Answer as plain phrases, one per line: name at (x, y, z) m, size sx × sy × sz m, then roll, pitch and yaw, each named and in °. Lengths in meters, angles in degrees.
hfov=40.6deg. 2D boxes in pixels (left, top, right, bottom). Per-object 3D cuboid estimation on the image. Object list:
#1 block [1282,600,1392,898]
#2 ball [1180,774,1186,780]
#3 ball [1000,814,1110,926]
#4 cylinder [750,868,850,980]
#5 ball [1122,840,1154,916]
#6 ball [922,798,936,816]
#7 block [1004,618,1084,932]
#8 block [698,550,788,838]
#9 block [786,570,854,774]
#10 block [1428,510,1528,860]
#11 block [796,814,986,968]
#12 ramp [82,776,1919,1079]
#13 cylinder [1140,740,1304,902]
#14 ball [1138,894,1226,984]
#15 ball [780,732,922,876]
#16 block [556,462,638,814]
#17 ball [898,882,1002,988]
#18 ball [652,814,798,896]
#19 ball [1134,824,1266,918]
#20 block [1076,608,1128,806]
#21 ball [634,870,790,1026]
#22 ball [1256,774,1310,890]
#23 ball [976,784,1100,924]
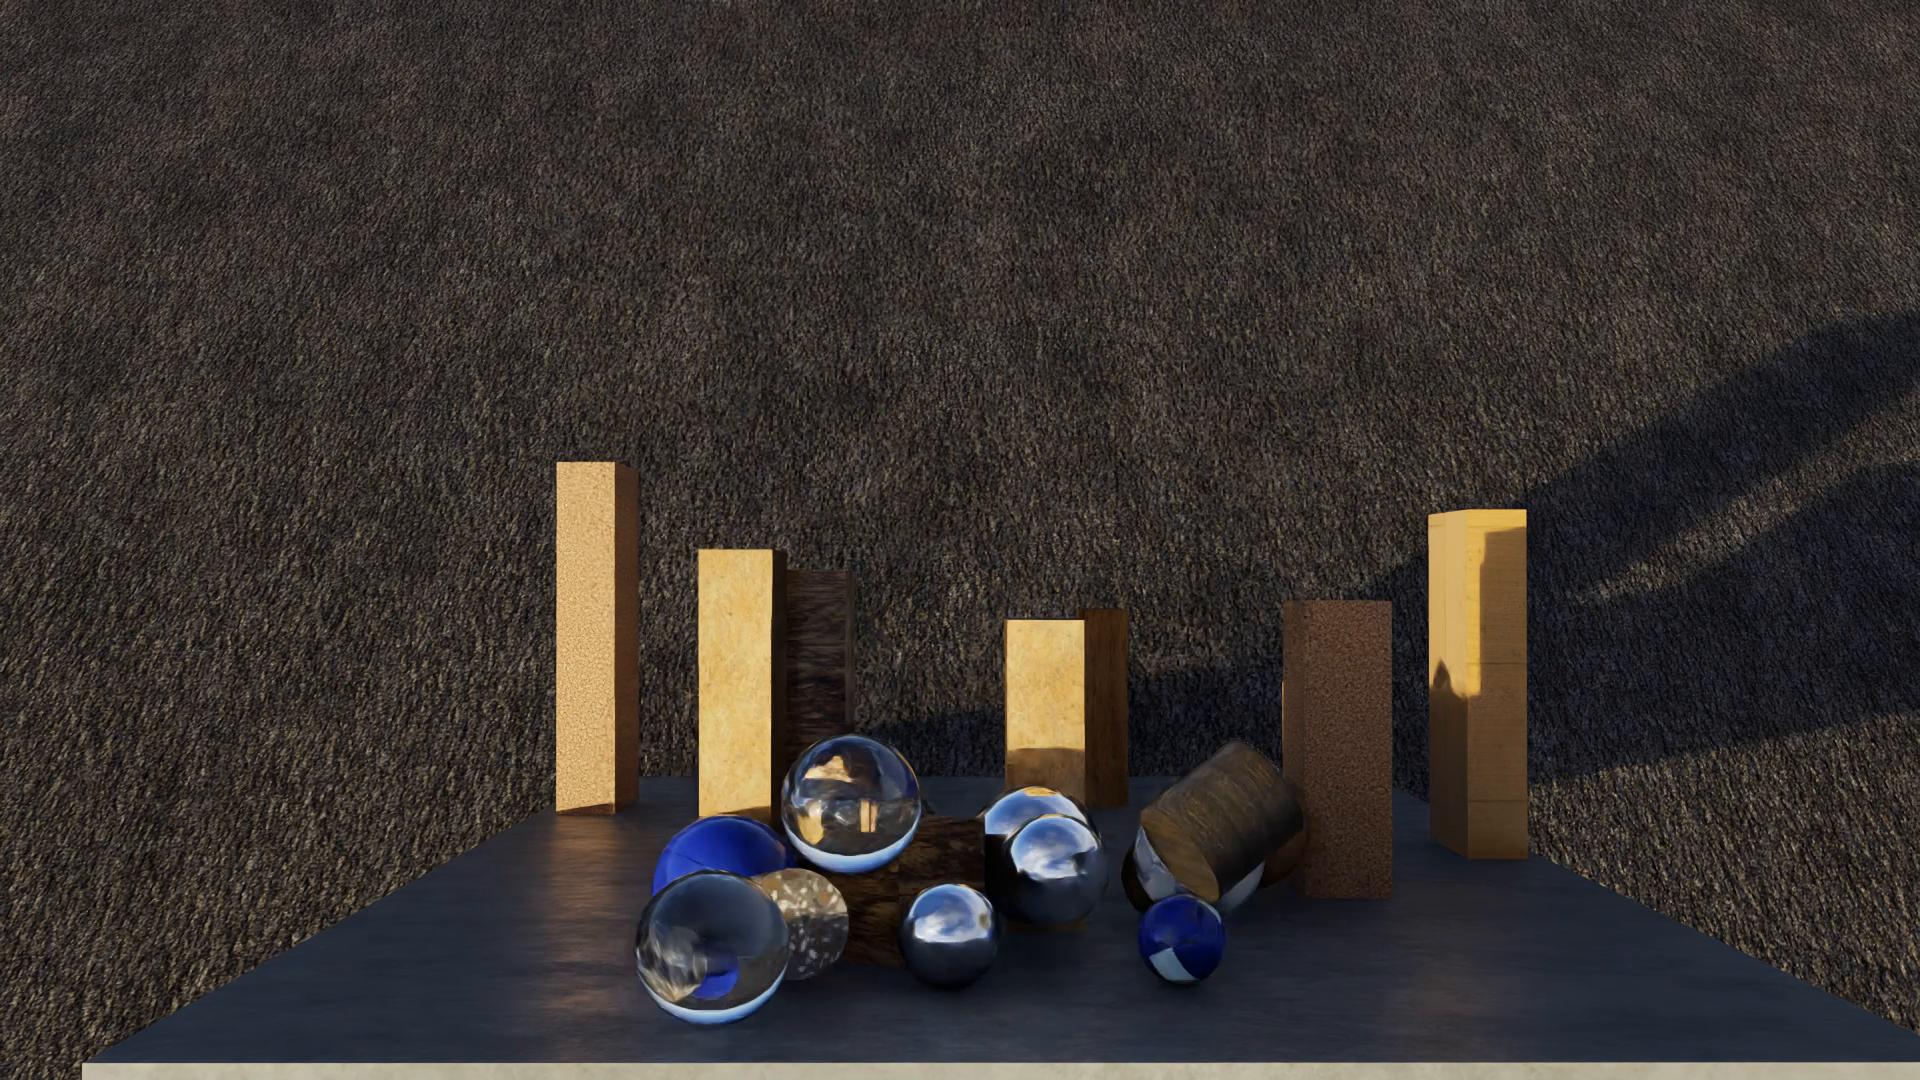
block at (0.623, 0.339, 4.301) m, size 0.141 × 0.476 × 0.280 m, roll 0°, pitch -1°, yaw 0°
ball at (0.464, 0.502, 4.797) m, size 0.164 × 0.164 × 0.164 m, roll 0°, pitch 33°, yaw 0°
ball at (0.125, 0.436, 3.435) m, size 0.147 × 0.147 × 0.147 m, roll 0°, pitch 33°, yaw 0°
cylinder at (-0.222, 0.482, 3.247) m, size 0.137 × 0.137 × 0.137 m, roll -12°, pitch -5°, yaw -19°
ball at (0.312, 0.496, 3.840) m, size 0.146 × 0.146 × 0.146 m, roll 0°, pitch 33°, yaw 0°
ball at (-0.122, 0.484, 4.191) m, size 0.184 × 0.184 × 0.184 m, roll 0°, pitch 33°, yaw 0°
block at (0.125, 0.345, 3.911) m, size 0.111 × 0.452 × 0.314 m, roll 0°, pitch -1°, yaw 0°
block at (-0.417, 0.305, 5.025) m, size 0.136 × 0.567 × 0.441 m, roll 0°, pitch -1°, yaw 0°
block at (-0.290, 0.329, 5.435) m, size 0.121 × 0.531 × 0.419 m, roll 0°, pitch -1°, yaw 0°
block at (0.983, 0.267, 4.939) m, size 0.109 × 0.639 × 0.386 m, roll 0°, pitch -1°, yaw 0°
block at (-0.094, 0.474, 3.542) m, size 0.182 × 0.182 × 0.182 m, roll -1°, pitch -1°, yaw 39°
ramp at (0.072, 0.634, 4.737) m, size 2.000 × 0.100 × 4.000 m, roll 0°, pitch -1°, yaw 0°
cylinder at (0.327, 0.351, 3.238) m, size 0.144 × 0.144 × 0.144 m, roll -36°, pitch 45°, yaw -19°
ball at (0.281, 0.504, 3.277) m, size 0.113 × 0.113 × 0.113 m, roll 0°, pitch 33°, yaw 0°
ball at (-0.136, 0.329, 3.228) m, size 0.177 × 0.177 × 0.177 m, roll 0°, pitch 33°, yaw 0°
block at (-0.816, 0.218, 5.863) m, size 0.126 × 0.768 × 0.423 m, roll 0°, pitch -1°, yaw 0°
ball at (-0.013, 0.495, 3.250) m, size 0.131 × 0.131 × 0.131 m, roll 0°, pitch 33°, yaw 0°
ball at (-0.309, 0.464, 3.441) m, size 0.199 × 0.199 × 0.199 m, roll 0°, pitch 33°, yaw 0°
ball at (0.314, 0.412, 3.396) m, size 0.172 × 0.172 × 0.172 m, roll 0°, pitch 33°, yaw 0°
block at (0.330, 0.382, 6.046) m, size 0.097 × 0.443 × 0.400 m, roll 0°, pitch -1°, yaw 0°
ball at (-0.284, 0.467, 2.968) m, size 0.178 × 0.178 × 0.178 m, roll 0°, pitch 33°, yaw 0°
ball at (0.455, 0.456, 4.121) m, size 0.200 × 0.200 × 0.200 m, roll 0°, pitch 33°, yaw 0°
ball at (0.104, 0.443, 3.656) m, size 0.195 × 0.195 × 0.195 m, roll 0°, pitch 33°, yaw 0°
